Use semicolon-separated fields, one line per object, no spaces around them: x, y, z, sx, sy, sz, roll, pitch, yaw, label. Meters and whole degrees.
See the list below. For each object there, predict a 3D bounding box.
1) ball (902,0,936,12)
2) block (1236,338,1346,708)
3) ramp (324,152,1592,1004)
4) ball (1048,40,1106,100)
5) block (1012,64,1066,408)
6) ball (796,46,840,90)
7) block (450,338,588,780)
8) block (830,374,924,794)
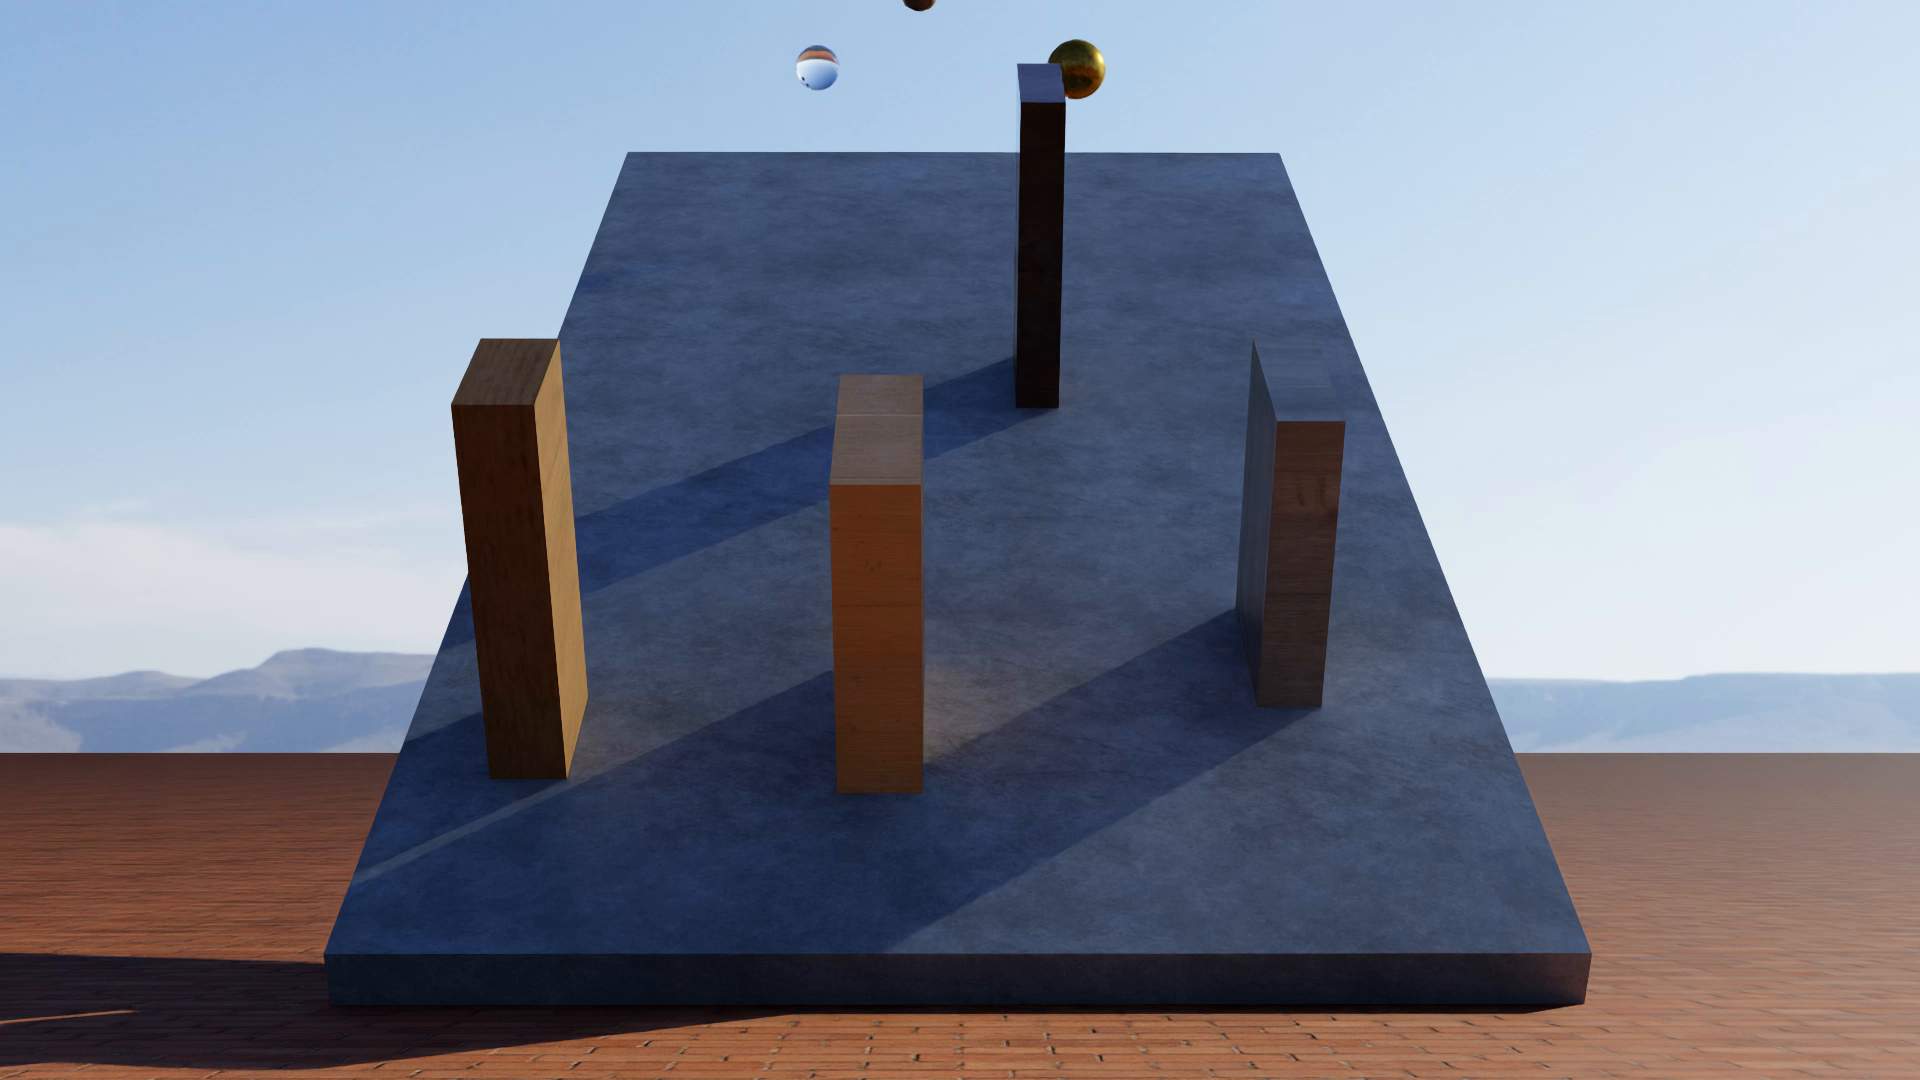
-0.125;-1.685;7.311;0.117;0.117;0.117;0;-5;0;ball
0.611;-0.036;4.444;0.119;0.582;0.380;0;27;0;block
-0.011;-0.225;5.546;2.000;0.100;4.000;0;27;0;ramp
0.354;-1.436;7.257;0.180;0.180;0.180;0;-5;0;ball
0.183;-0.711;5.570;0.101;0.741;0.305;0;27;0;block
-0.411;-1.364;6.867;0.129;0.129;0.129;0;-5;0;ball
-0.760;0.037;4.145;0.135;0.722;0.279;0;27;0;block
-0.140;0.072;4.212;0.149;0.600;0.450;0;27;0;block
